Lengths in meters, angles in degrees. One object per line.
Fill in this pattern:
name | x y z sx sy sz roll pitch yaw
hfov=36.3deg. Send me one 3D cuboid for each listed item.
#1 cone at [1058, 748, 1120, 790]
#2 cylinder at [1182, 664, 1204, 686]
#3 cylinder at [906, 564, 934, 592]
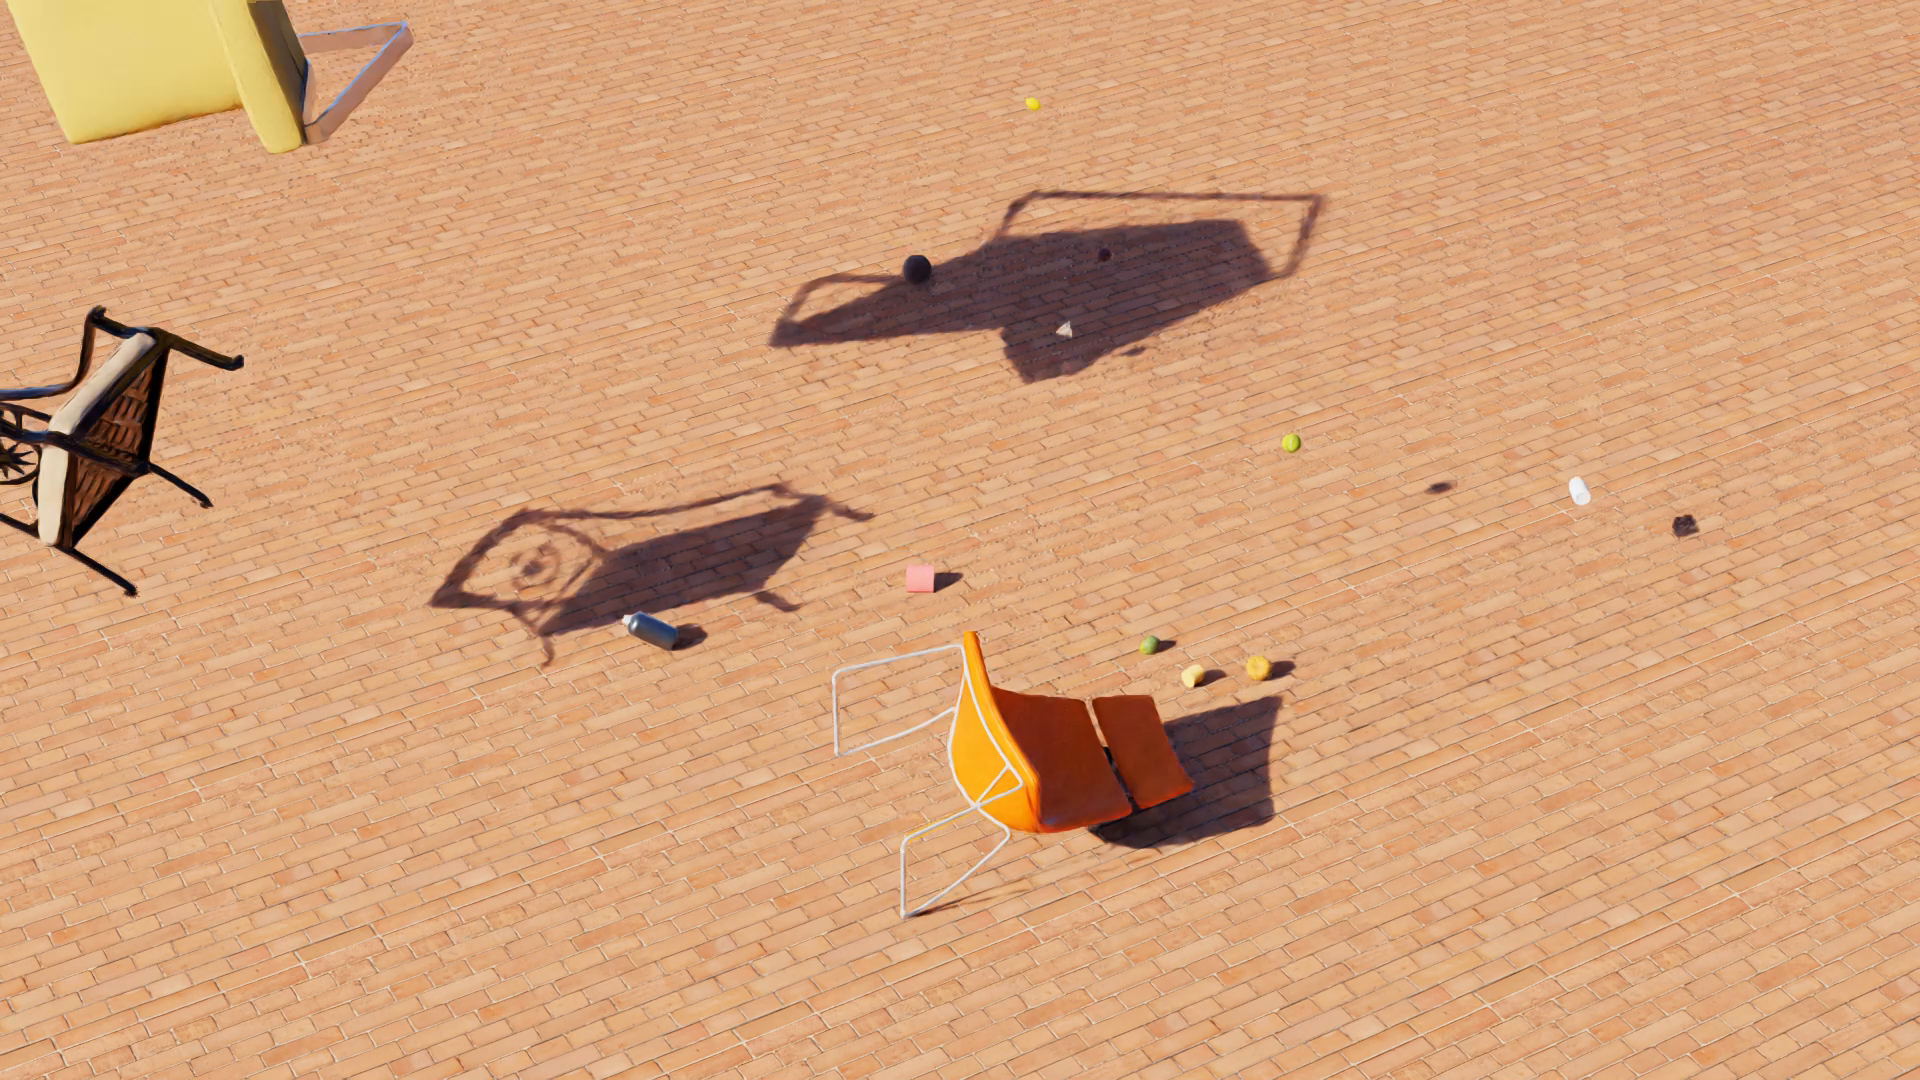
cone | 0.429 0.767 9.656 0.194 0.232 0.121 3 73 -23
cylinder | 0.808 0.469 10.162 0.050 0.074 0.060 -32 75 -27
cylinder | -0.145 0.140 10.652 0.097 0.099 0.051 0 3 1
